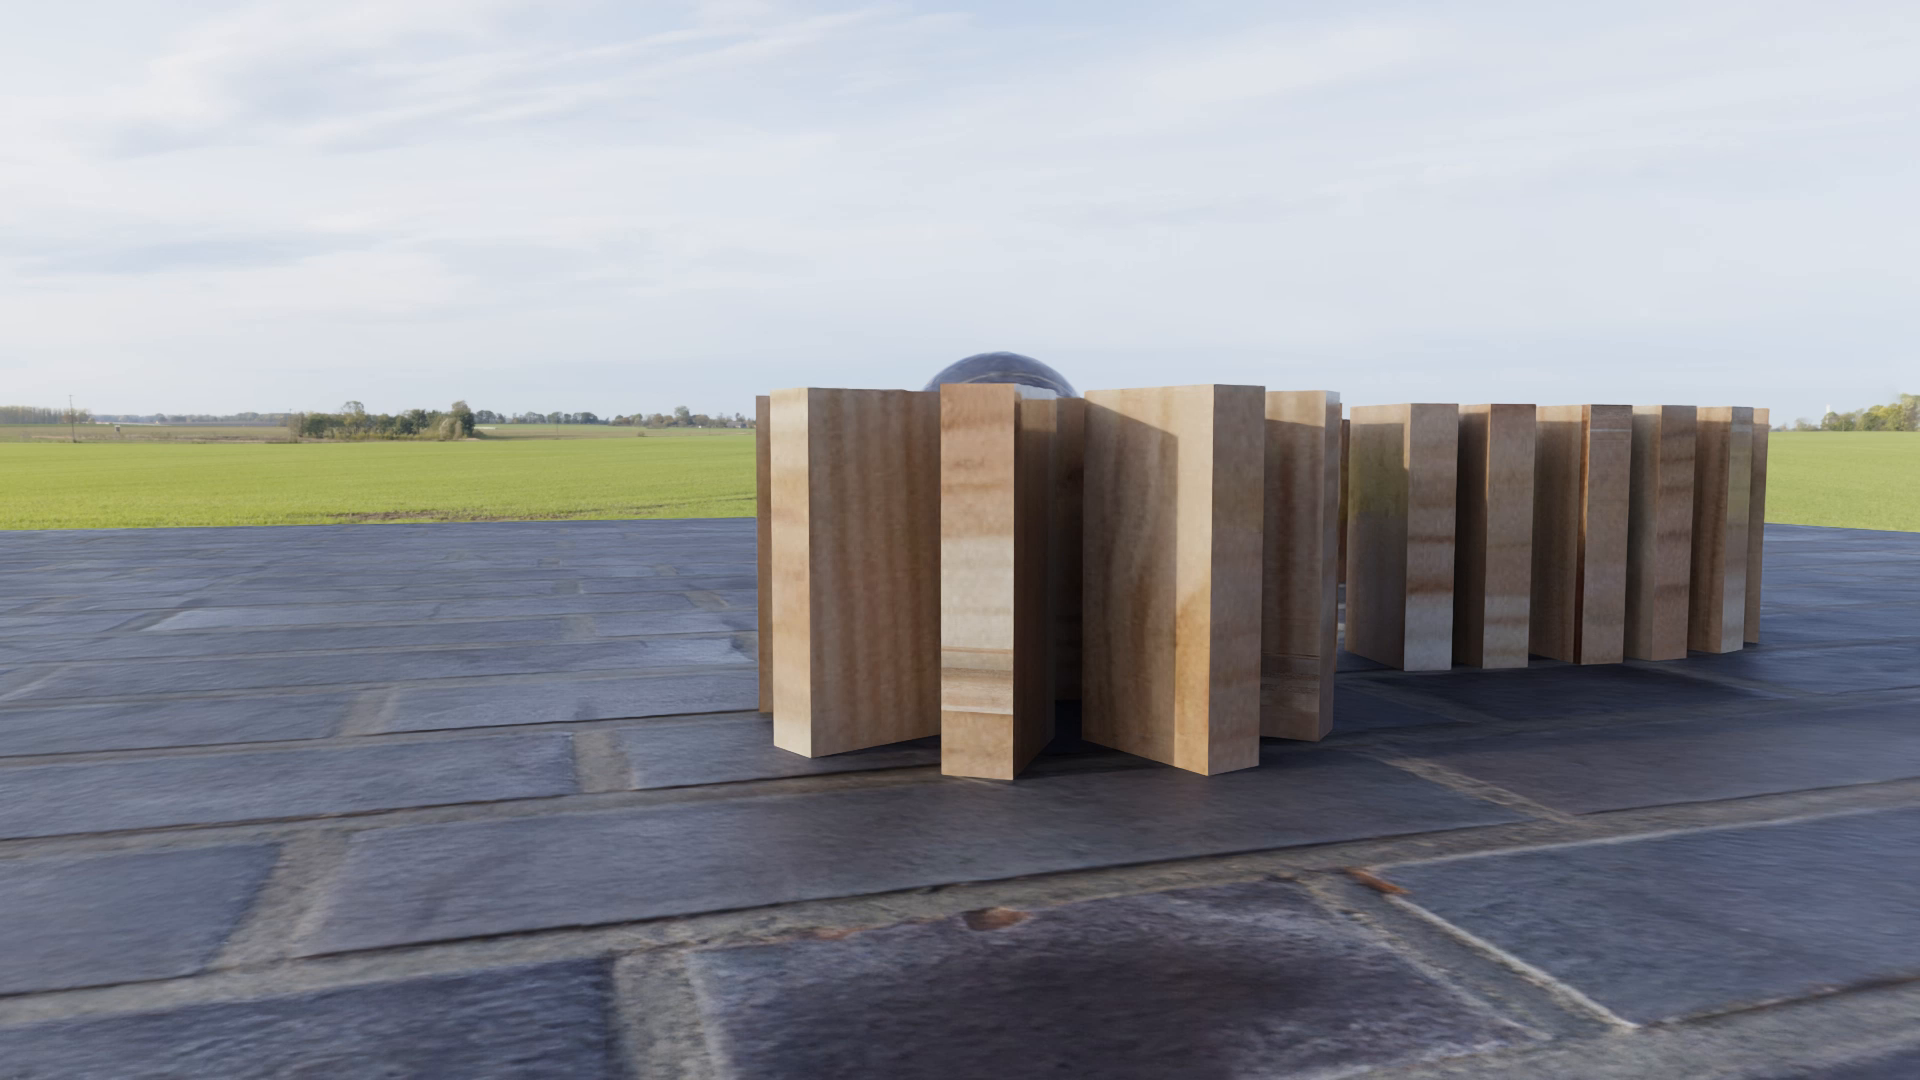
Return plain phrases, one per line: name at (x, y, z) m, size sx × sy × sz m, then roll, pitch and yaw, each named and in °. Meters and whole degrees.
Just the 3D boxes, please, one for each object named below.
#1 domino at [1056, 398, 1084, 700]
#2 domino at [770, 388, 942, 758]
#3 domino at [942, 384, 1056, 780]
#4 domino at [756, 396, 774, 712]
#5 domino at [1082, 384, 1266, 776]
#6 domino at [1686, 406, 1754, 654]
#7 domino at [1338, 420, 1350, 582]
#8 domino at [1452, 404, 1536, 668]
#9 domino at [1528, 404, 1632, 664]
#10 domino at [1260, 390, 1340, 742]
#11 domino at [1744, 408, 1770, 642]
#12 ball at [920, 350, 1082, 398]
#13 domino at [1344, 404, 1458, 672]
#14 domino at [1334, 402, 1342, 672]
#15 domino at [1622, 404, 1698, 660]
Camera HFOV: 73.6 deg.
domino at (0.017, 0.001, 0.225) m, size 0.009 × 0.050 × 0.025 m, roll -1°, pitch 4°, yaw -14°
domino at (-0.014, 0.004, 0.184) m, size 0.025 × 0.050 × 0.010 m, roll -4°, pitch 6°, yaw -40°
domino at (0.006, 0.004, 0.174) m, size 0.009 × 0.050 × 0.025 m, roll 1°, pitch 4°, yaw 16°
domino at (-0.020, 0.002, 0.208) m, size 0.025 × 0.050 × 0.009 m, roll -1°, pitch 4°, yaw -8°
domino at (0.029, 0.004, 0.176) m, size 0.009 × 0.050 × 0.025 m, roll -3°, pitch 5°, yaw -35°
domino at (0.151, -0.003, 0.272) m, size 0.010 × 0.050 × 0.025 m, roll -3°, pitch 5°, yaw -35°
domino at (0.114, -0.012, 0.397) m, size 0.025 × 0.050 × 0.009 m, roll -3°, pitch 5°, yaw -38°
domino at (0.101, -0.002, 0.254) m, size 0.010 × 0.050 × 0.025 m, roll -1°, pitch 4°, yaw -11°
domino at (0.121, -0.002, 0.259) m, size 0.009 × 0.050 × 0.025 m, roll -1°, pitch 4°, yaw -15°
domino at (0.042, 0.003, 0.192) m, size 0.025 × 0.050 × 0.010 m, roll 2°, pitch 5°, yaw 28°
domino at (0.163, -0.004, 0.283) m, size 0.025 × 0.050 × 0.009 m, roll 3°, pitch 5°, yaw 32°
ball at (0.016, -0.037, 0.523) m, size 0.080 × 0.080 × 0.080 m, roll 0°, pitch 4°, yaw 0°
domino at (0.086, -0.001, 0.252) m, size 0.010 × 0.050 × 0.025 m, roll -1°, pitch 4°, yaw -8°
domino at (0.064, -0.001, 0.249) m, size 0.009 × 0.050 × 0.025 m, roll 0°, pitch 4°, yaw -6°
domino at (0.136, -0.002, 0.263) m, size 0.009 × 0.050 × 0.025 m, roll -2°, pitch 5°, yaw -22°
